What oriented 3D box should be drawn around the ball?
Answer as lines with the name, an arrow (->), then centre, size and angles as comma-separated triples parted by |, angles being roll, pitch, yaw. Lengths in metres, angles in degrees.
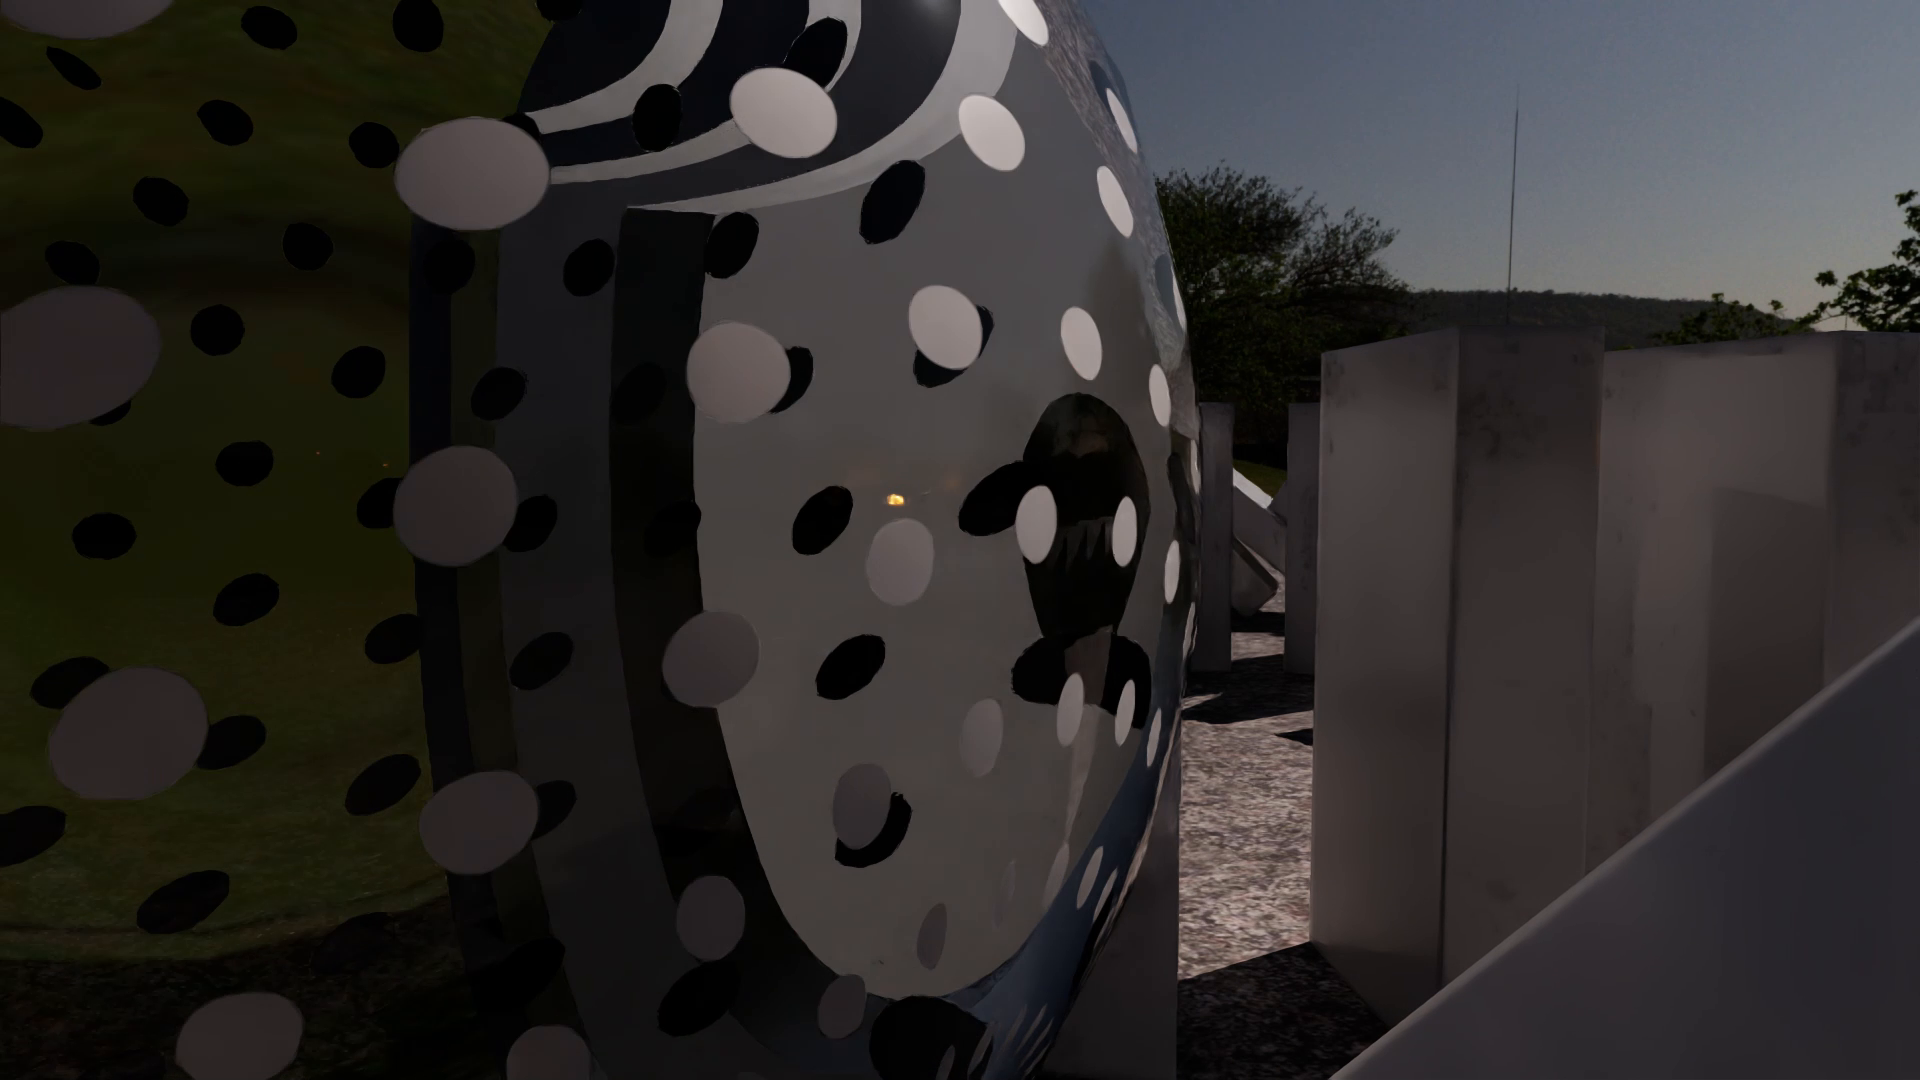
ball -> -0.030, -0.002, 0.055 | 0.080, 0.080, 0.080 | 0, 4, 0

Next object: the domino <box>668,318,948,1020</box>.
domino -> -0.011, 0.009, 0.104 | 0.010, 0.050, 0.025 | 2, 1, 25

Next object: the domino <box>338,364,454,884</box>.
domino -> -0.049, 0.008, 0.134 | 0.025, 0.050, 0.010 | -4, 6, -39

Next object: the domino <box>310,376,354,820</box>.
domino -> -0.063, 0.006, 0.154 | 0.025, 0.050, 0.009 | -2, 5, -28

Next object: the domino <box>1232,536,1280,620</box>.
domino -> 0.059, -0.003, 0.323 | 0.010, 0.050, 0.025 | -45, -8, 14

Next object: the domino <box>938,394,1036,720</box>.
domino -> 0.000, 0.002, 0.201 | 0.025, 0.050, 0.009 | 0, 4, 0

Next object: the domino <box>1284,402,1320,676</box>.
domino -> 0.068, -0.001, 0.246 | 0.010, 0.050, 0.025 | 1, 4, 17

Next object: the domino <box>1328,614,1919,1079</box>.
domino -> 0.021, 0.020, 0.034 | 0.050, 0.009, 0.025 | -42, 0, 7

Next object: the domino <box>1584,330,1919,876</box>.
domino -> 0.059, 0.010, 0.100 | 0.010, 0.050, 0.025 | -1, 4, -16

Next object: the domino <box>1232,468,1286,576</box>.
domino -> 0.080, 0.000, 0.320 | 0.050, 0.009, 0.025 | 41, 18, 15

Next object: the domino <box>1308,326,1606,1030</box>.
domino -> 0.036, 0.010, 0.096 | 0.009, 0.050, 0.025 | 0, 4, -4

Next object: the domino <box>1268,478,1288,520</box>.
domino -> 0.102, 0.002, 0.312 | 0.050, 0.010, 0.025 | 38, 21, 22

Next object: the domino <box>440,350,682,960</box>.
domino -> -0.032, 0.009, 0.116 | 0.010, 0.050, 0.025 | 4, 6, 40

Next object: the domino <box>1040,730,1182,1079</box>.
domino -> 0.011, 0.010, 0.096 | 0.009, 0.050, 0.025 | 1, 4, 7

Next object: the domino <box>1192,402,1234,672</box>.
domino -> 0.044, -0.001, 0.250 | 0.010, 0.050, 0.025 | -1, 4, -7
